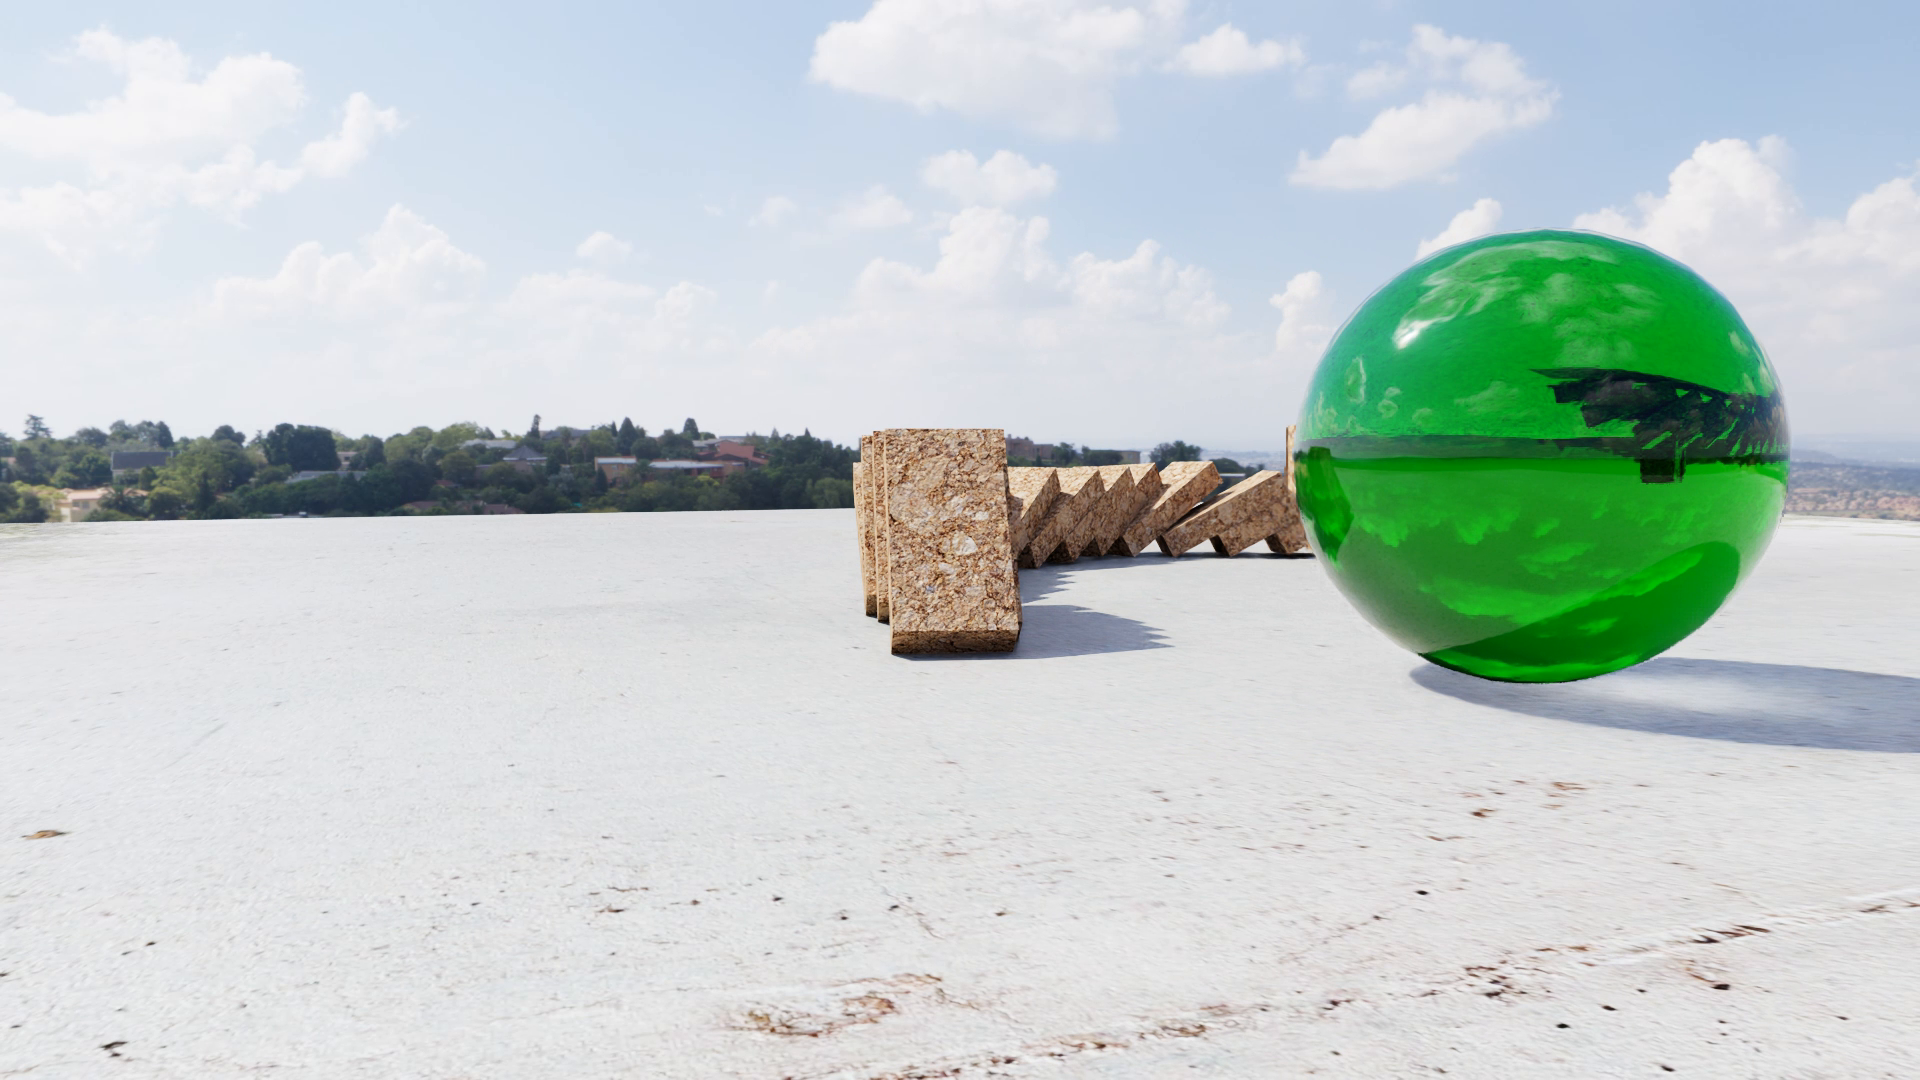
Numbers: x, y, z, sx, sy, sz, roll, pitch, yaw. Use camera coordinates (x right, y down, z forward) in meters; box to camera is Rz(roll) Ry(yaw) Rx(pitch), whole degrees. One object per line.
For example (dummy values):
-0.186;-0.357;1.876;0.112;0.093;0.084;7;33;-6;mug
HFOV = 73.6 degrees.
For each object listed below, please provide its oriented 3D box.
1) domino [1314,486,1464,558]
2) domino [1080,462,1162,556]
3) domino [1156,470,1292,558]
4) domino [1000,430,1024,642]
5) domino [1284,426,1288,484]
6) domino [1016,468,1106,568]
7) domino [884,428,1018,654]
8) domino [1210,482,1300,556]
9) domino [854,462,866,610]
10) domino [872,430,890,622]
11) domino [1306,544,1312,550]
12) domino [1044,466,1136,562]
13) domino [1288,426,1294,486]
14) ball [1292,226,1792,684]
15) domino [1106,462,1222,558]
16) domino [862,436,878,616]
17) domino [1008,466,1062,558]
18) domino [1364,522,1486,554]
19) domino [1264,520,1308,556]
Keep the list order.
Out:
0.162;-0.007;0.487;0.050;0.009;0.025;-20;4;2;domino
0.054;-0.012;0.489;0.025;0.009;0.050;-1;33;41;domino
0.099;-0.010;0.491;0.050;0.009;0.025;-28;5;1;domino
-0.001;-0.002;0.283;0.025;0.050;0.009;0;-32;-6;domino
0.154;-0.024;0.555;0.025;0.050;0.009;2;5;25;domino
0.029;-0.009;0.458;0.025;0.010;0.050;3;36;38;domino
-0.003;-0.001;0.271;0.025;0.050;0.010;0;-32;-6;domino
0.120;-0.011;0.490;0.050;0.009;0.025;-29;4;1;domino
-0.015;-0.002;0.348;0.025;0.010;0.050;-2;41;-7;domino
-0.008;-0.004;0.318;0.025;0.050;0.009;0;-32;-6;domino
0.154;-0.021;0.520;0.025;0.050;0.010;-2;5;-25;domino
0.042;-0.010;0.473;0.025;0.010;0.050;1;35;39;domino
0.150;-0.023;0.535;0.025;0.050;0.010;-1;4;-7;domino
0.100;-0.015;0.228;0.080;0.080;0.080;0;4;0;ball
0.075;-0.012;0.495;0.050;0.009;0.025;-38;19;-21;domino
-0.012;-0.005;0.330;0.025;0.050;0.009;0;-35;-6;domino
0.014;-0.008;0.444;0.025;0.010;0.050;2;36;29;domino
0.185;-0.001;0.518;0.050;0.009;0.025;-2;5;-29;domino
0.141;-0.011;0.489;0.050;0.009;0.025;-29;4;0;domino
